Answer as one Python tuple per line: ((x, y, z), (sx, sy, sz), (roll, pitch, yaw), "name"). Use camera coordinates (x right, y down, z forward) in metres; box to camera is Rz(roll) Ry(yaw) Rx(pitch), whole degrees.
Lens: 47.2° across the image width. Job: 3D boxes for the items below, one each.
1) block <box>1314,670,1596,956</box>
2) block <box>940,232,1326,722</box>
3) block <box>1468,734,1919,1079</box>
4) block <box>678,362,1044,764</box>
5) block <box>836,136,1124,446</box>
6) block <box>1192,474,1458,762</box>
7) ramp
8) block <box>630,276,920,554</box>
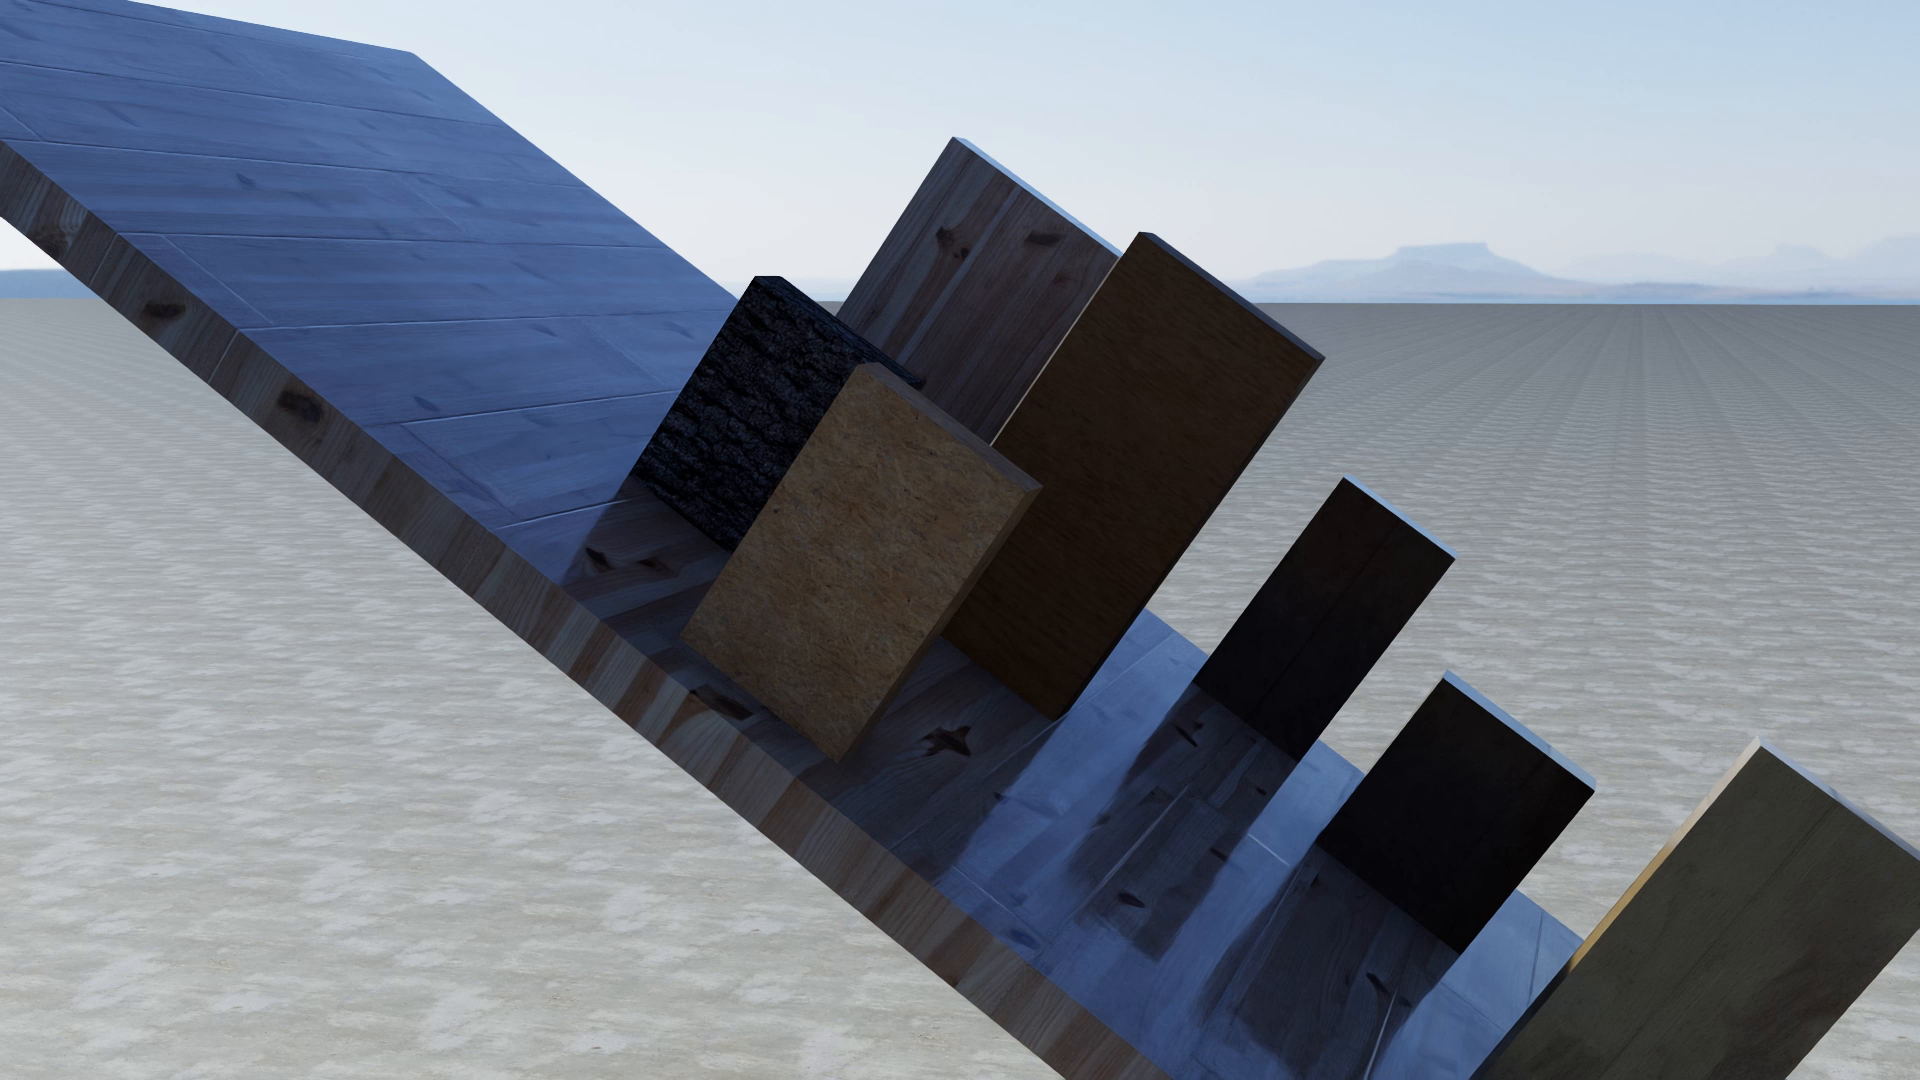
((0.943, 0.518, 4.198), (0.344, 0.409, 0.100), (37, 16, 10), "block")
((0.255, -0.109, 3.916), (0.378, 0.797, 0.115), (37, 16, 10), "block")
((1.086, 0.694, 3.288), (0.328, 0.768, 0.084), (37, 16, 10), "block")
((-0.149, 0.033, 3.219), (0.306, 0.498, 0.091), (37, 16, 10), "block")
((-0.027, -0.409, 4.443), (0.414, 0.683, 0.094), (37, 16, 10), "block")
((0.766, 0.165, 4.631), (0.283, 0.544, 0.086), (37, 16, 10), "block")
((-0.090, 0.162, 4.082), (4.000, 0.100, 2.000), (37, 16, 10), "ramp")
((-0.314, -0.188, 3.707), (0.306, 0.409, 0.115), (37, 16, 10), "block")
